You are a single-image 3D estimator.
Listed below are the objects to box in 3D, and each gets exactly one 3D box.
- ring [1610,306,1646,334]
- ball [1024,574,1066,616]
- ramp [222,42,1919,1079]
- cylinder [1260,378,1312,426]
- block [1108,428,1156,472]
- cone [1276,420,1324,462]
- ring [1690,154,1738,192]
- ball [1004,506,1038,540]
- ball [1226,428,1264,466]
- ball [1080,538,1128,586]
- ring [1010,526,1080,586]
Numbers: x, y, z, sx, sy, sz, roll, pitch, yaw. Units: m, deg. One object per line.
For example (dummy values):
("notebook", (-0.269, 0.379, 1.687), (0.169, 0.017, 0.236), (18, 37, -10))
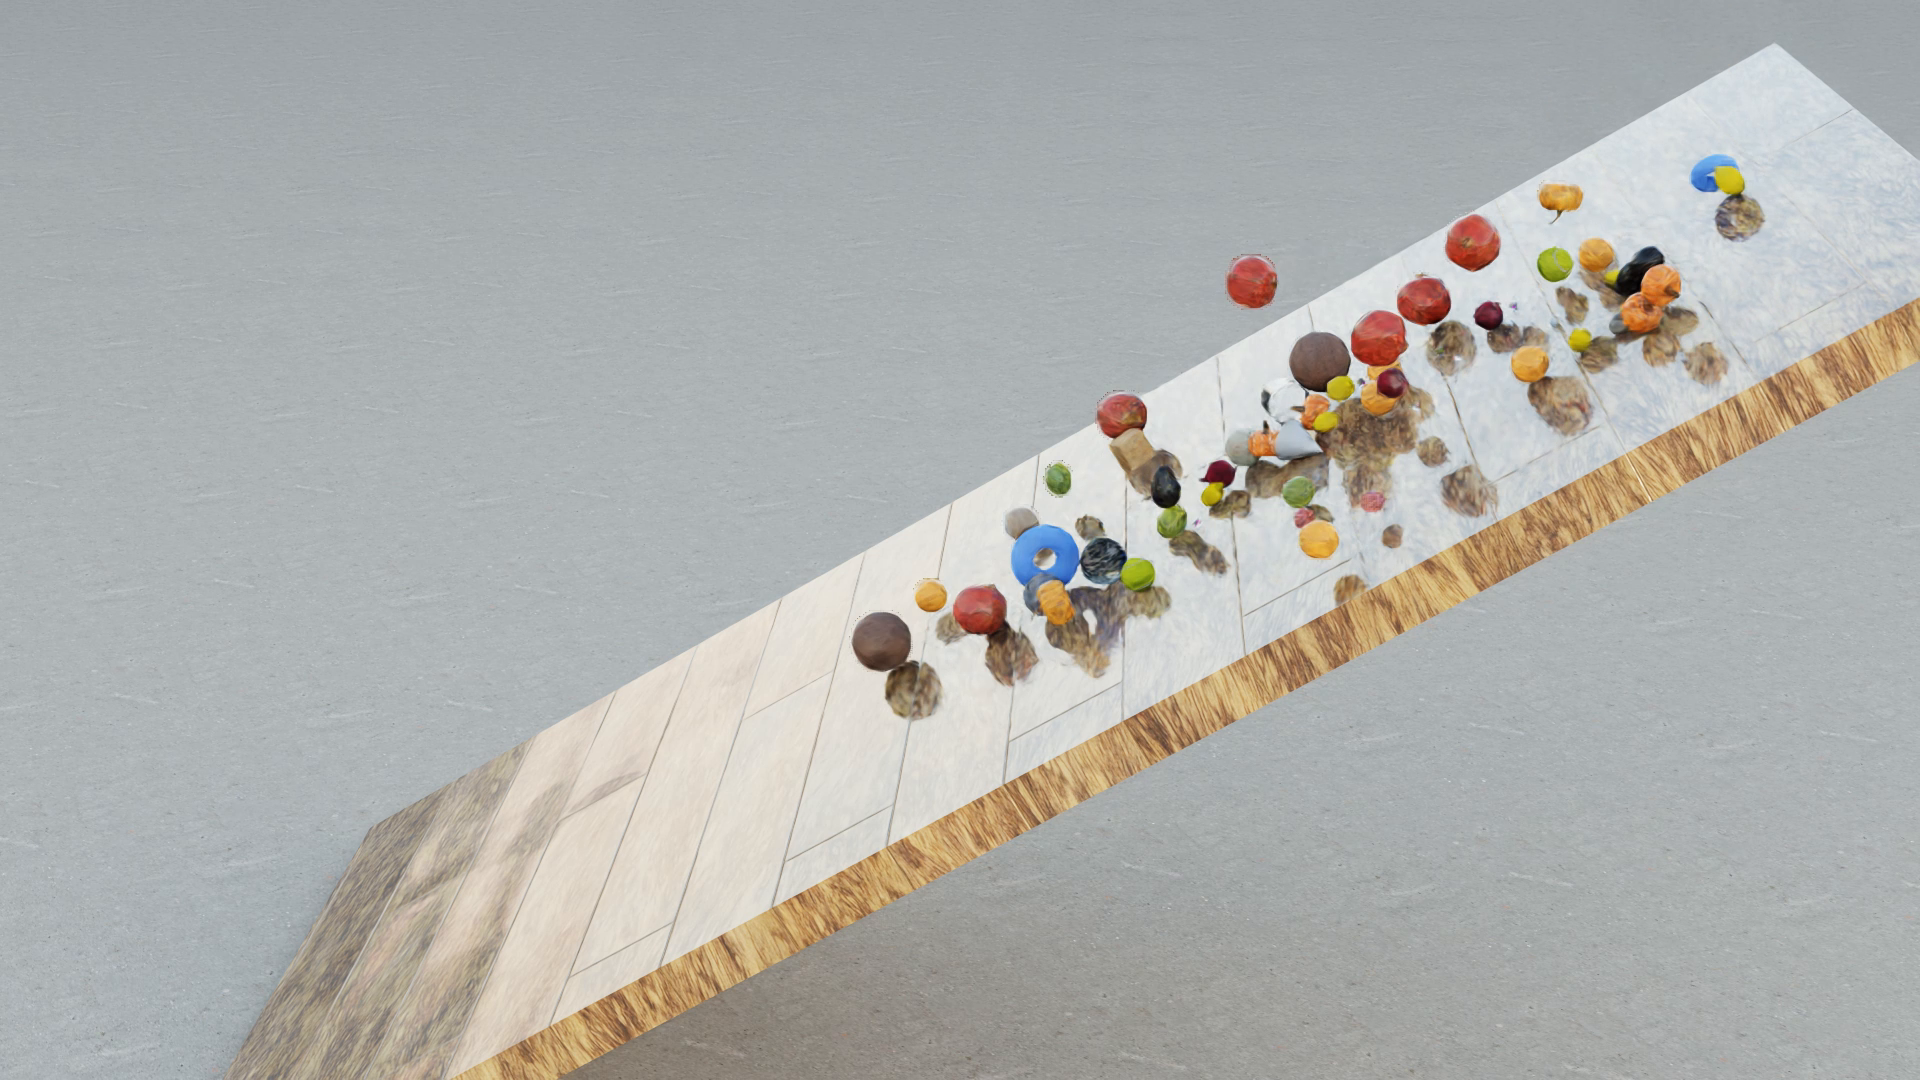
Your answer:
("ring", (1.276, -0.420, 5.619), (0.075, 0.025, 0.075), (-31, 15, 10))
("ball", (0.174, 0.113, 6.029), (0.088, 0.088, 0.088), (0, 19, 0))
("ramp", (0.142, 0.168, 6.287), (4.000, 0.100, 2.000), (-29, 15, 12))
("cylinder", (0.696, -0.294, 6.266), (0.092, 0.092, 0.092), (-2, 13, -7))
("block", (0.389, -0.205, 6.658), (0.068, 0.068, 0.068), (-35, 15, -12))
("cone", (0.708, -0.192, 6.013), (0.090, 0.090, 0.090), (22, 28, 39))
("ring", (1.534, -0.746, 5.982), (0.097, 0.097, 0.032), (-3, 54, -9))
("ball", (0.138, -0.038, 6.613), (0.078, 0.078, 0.078), (0, 19, 0))
("ball", (0.597, -0.194, 6.169), (0.081, 0.081, 0.081), (0, 19, 0))
("ball", (0.292, 0.044, 5.992), (0.096, 0.096, 0.096), (0, 19, 0))
("ring", (0.177, 0.039, 6.118), (0.145, 0.145, 0.048), (-3, 15, -9))
